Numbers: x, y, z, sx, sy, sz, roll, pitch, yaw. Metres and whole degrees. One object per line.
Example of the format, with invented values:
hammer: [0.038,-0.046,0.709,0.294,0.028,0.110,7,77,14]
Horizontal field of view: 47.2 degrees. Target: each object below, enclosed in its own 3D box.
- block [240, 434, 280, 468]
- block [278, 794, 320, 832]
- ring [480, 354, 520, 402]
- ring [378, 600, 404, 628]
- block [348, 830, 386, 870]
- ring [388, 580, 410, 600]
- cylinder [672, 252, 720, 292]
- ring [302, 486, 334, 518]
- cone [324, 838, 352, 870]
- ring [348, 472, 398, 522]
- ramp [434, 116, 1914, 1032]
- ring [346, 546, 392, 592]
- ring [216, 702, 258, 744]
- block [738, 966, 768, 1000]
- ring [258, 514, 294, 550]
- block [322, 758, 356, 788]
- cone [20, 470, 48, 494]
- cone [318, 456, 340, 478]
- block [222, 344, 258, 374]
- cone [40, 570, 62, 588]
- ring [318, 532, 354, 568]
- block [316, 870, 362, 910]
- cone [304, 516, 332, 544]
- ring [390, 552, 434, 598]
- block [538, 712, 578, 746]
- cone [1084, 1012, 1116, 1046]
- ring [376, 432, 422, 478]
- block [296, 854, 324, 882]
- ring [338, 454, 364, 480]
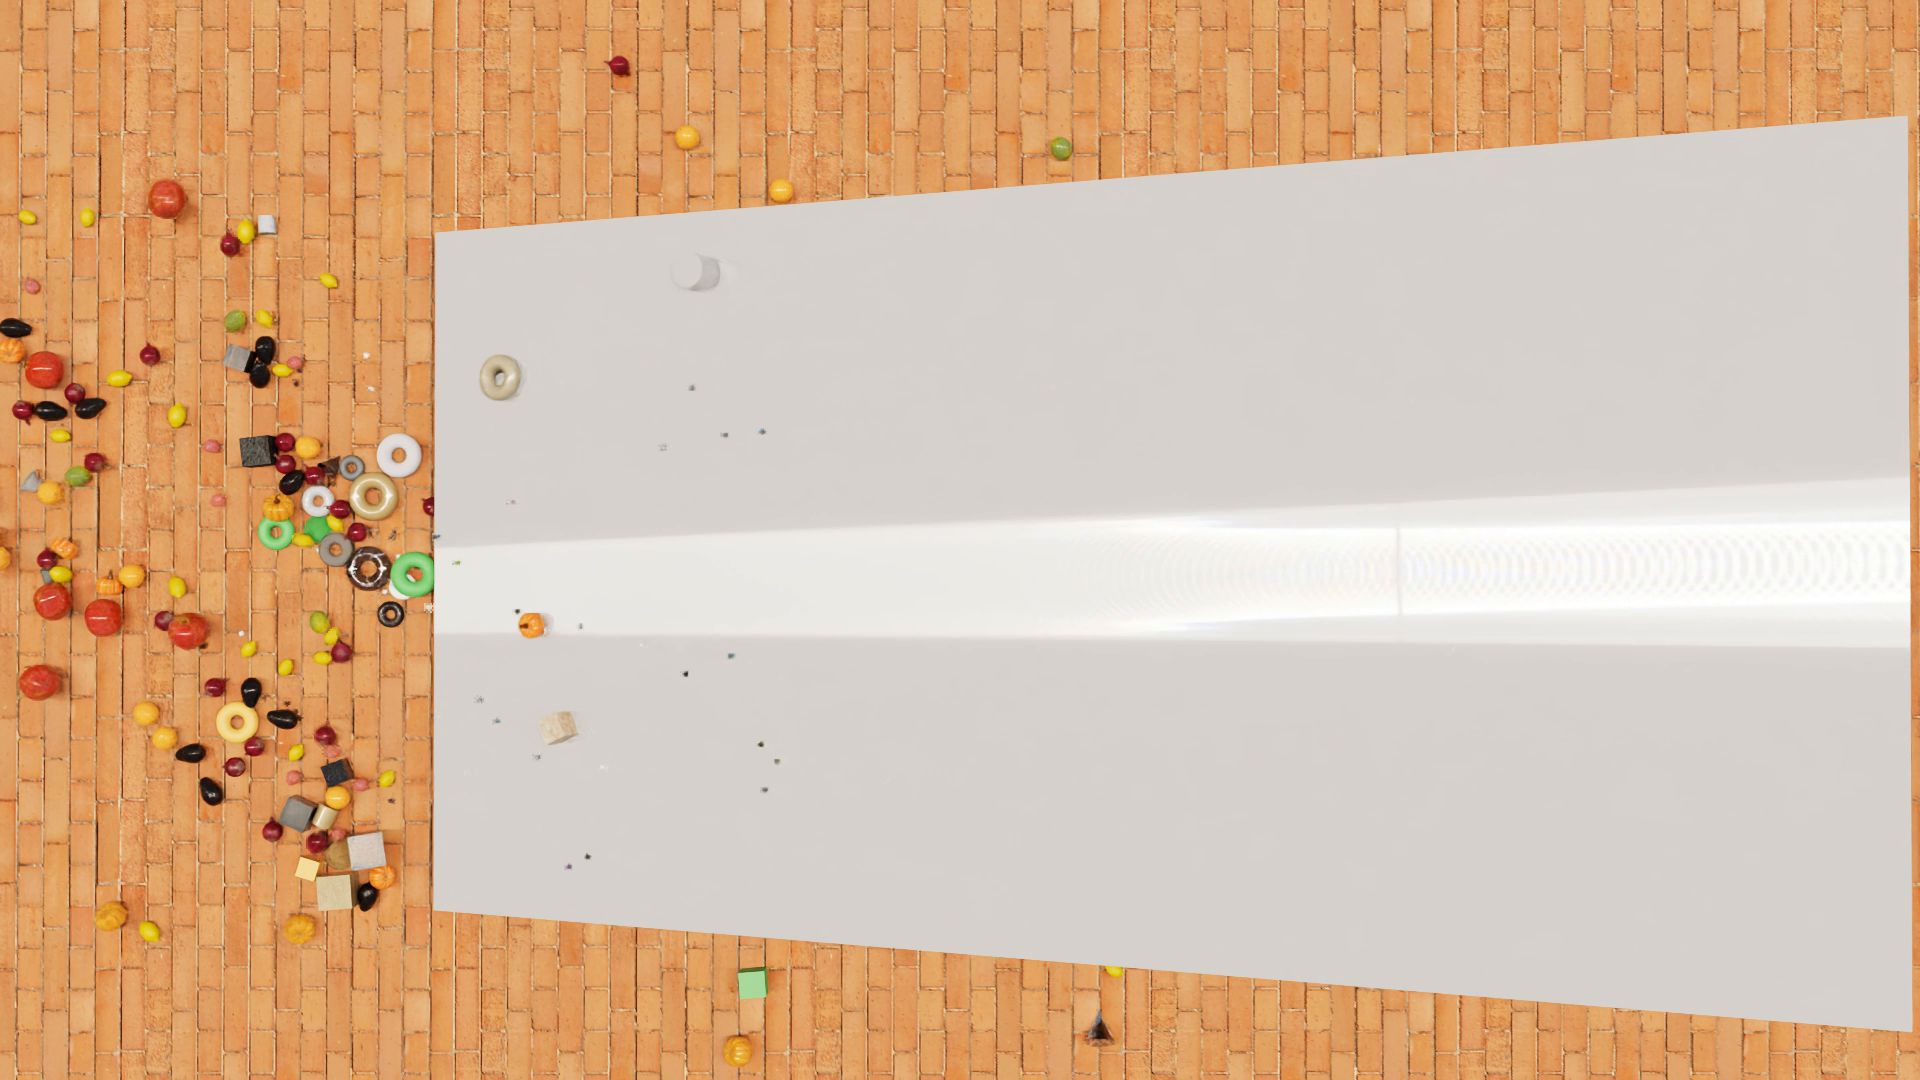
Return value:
block: [-2.085,-0.263,6.544,0.085,0.085,0.085,-7,89,0]
block: [-1.963,0.813,6.534,0.080,0.080,0.080,24,89,0]
ring: [-1.334,-0.470,6.372,0.136,0.045,0.136,-1,88,26]
ring: [-1.700,0.222,6.567,0.080,0.027,0.080,0,90,-1]
block: [-1.757,0.918,6.512,0.099,0.099,0.099,-8,89,-16]
ring: [-1.664,0.139,6.564,0.081,0.027,0.081,2,78,-8]
cylinder: [-0.727,-0.740,6.061,0.098,0.098,0.098,0,89,25]
ring: [-1.917,-0.116,6.569,0.097,0.032,0.097,0,88,-1]
cone: [-1.852,0.938,6.523,0.099,0.099,0.099,0,89,0]
ring: [-1.750,-0.130,6.560,0.148,0.049,0.148,0,90,-1]
ramp: [0.282,0.082,5.690,4.000,0.100,2.000,0,89,25]
ring: [-1.763,0.086,6.559,0.137,0.046,0.137,0,89,1]
ring: [-2.154,0.543,6.556,0.126,0.042,0.126,0,89,-1]
block: [-0.614,1.315,6.529,0.077,0.077,0.077,-5,89,0]
ring: [-2.041,-0.024,6.566,0.109,0.036,0.109,0,91,0]
block: [-1.851,0.692,6.542,0.066,0.066,0.066,-22,89,0]
cone: [-2.754,-0.159,6.568,0.074,0.074,0.074,38,89,-26]
cone: [-1.871,-0.231,6.571,0.067,0.067,0.067,34,63,0]
block: [-2.146,-0.541,6.556,0.067,0.067,0.067,19,89,0]
cone: [-2.708,0.106,6.569,0.059,0.059,0.059,-21,89,-27]
ring: [-1.863,0.029,6.566,0.104,0.035,0.104,0,90,-1]
block: [-1.842,1.039,6.522,0.099,0.099,0.099,-5,89,0]
cone: [-1.922,-0.032,6.541,0.085,0.085,0.085,0,89,0]
ring: [-1.622,0.103,6.544,0.140,0.047,0.140,4,75,-15]
block: [-1.144,0.535,6.256,0.071,0.071,0.071,-28,78,22]
cone: [0.416,1.450,6.545,0.094,0.094,0.094,0,63,0]
ring: [-1.673,-0.252,6.564,0.135,0.045,0.135,0,88,0]
block: [-1.934,0.976,6.543,0.058,0.058,0.058,17,89,0]
ring: [-1.818,-0.215,6.573,0.078,0.026,0.078,0,91,0]
